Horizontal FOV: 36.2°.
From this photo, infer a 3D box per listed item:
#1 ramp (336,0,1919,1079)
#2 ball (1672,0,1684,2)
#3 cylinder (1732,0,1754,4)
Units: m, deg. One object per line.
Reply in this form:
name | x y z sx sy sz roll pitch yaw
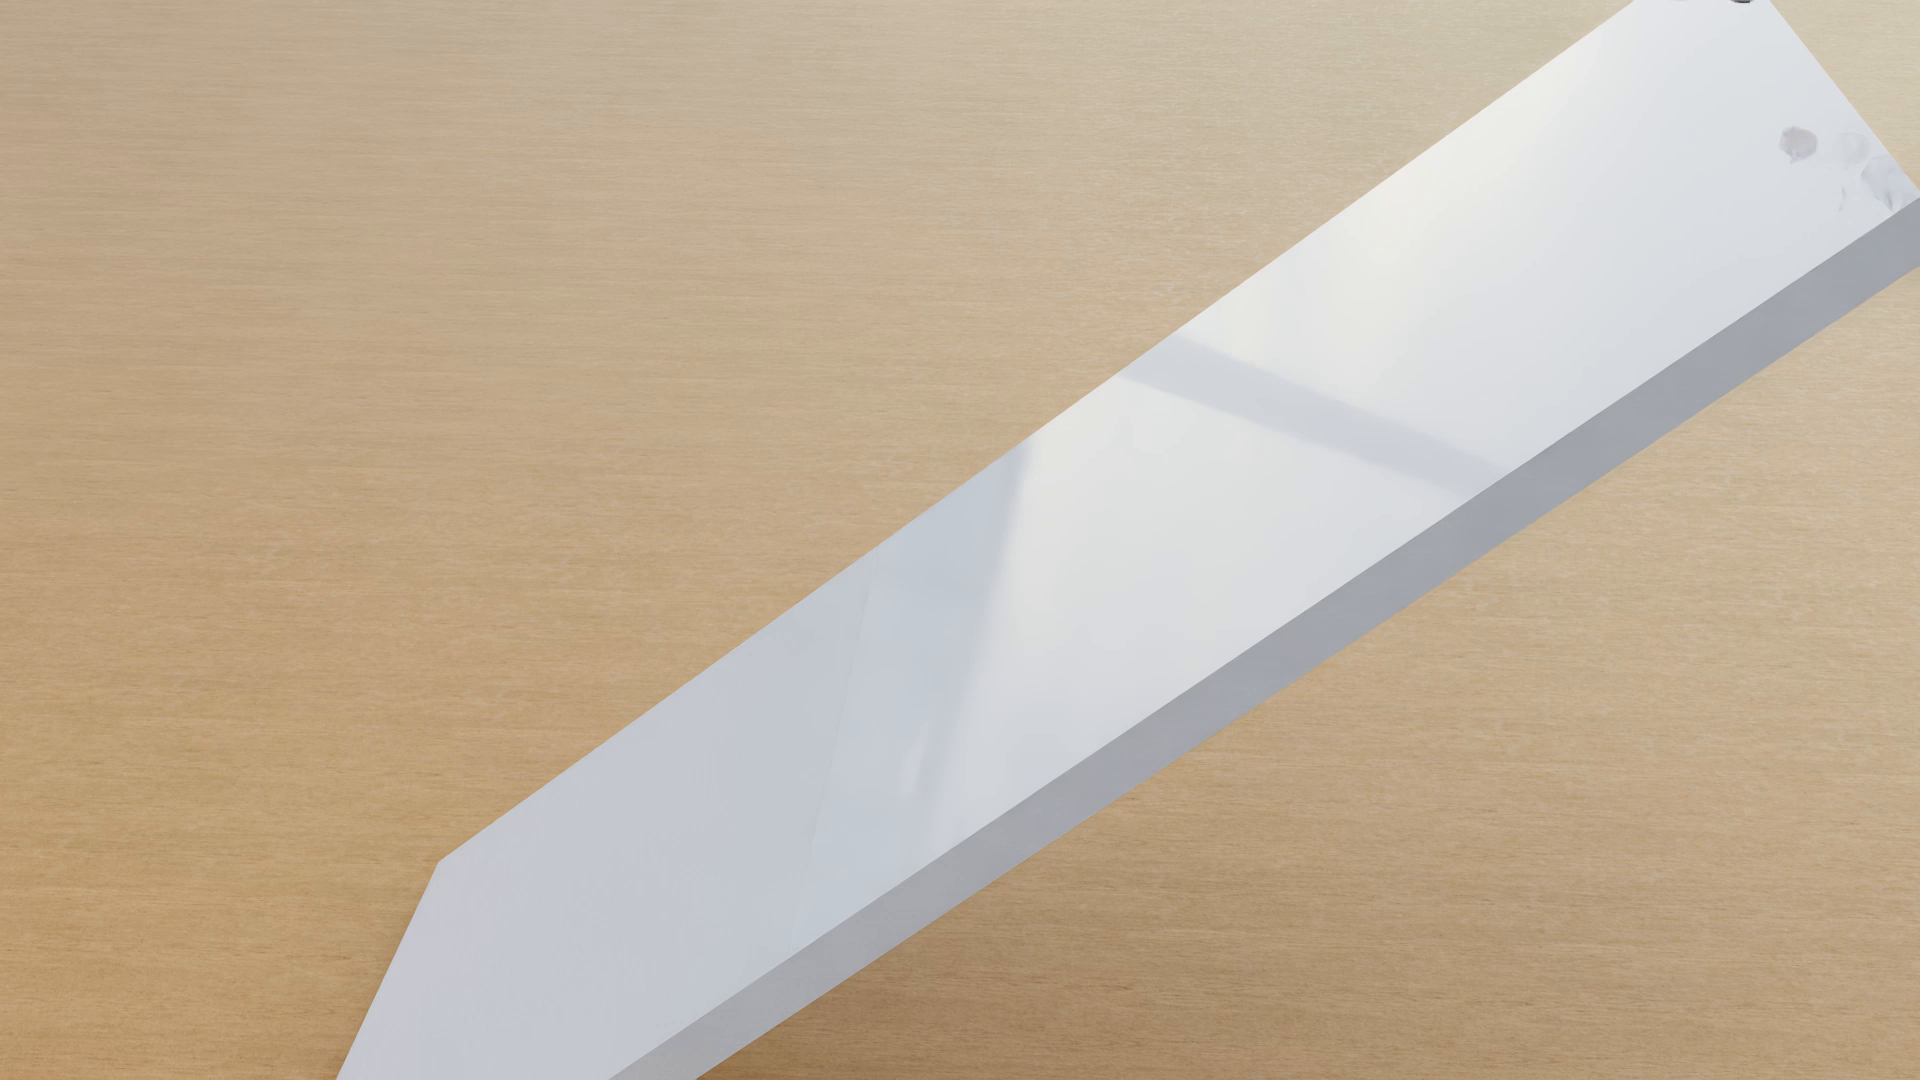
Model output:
ramp | 0.123 0.184 6.336 4.000 0.100 2.000 -35 16 18
ball | 1.376 -1.059 5.624 0.060 0.060 0.060 0 23 0
cylinder | 1.457 -1.050 5.461 0.082 0.082 0.082 6 -11 13
